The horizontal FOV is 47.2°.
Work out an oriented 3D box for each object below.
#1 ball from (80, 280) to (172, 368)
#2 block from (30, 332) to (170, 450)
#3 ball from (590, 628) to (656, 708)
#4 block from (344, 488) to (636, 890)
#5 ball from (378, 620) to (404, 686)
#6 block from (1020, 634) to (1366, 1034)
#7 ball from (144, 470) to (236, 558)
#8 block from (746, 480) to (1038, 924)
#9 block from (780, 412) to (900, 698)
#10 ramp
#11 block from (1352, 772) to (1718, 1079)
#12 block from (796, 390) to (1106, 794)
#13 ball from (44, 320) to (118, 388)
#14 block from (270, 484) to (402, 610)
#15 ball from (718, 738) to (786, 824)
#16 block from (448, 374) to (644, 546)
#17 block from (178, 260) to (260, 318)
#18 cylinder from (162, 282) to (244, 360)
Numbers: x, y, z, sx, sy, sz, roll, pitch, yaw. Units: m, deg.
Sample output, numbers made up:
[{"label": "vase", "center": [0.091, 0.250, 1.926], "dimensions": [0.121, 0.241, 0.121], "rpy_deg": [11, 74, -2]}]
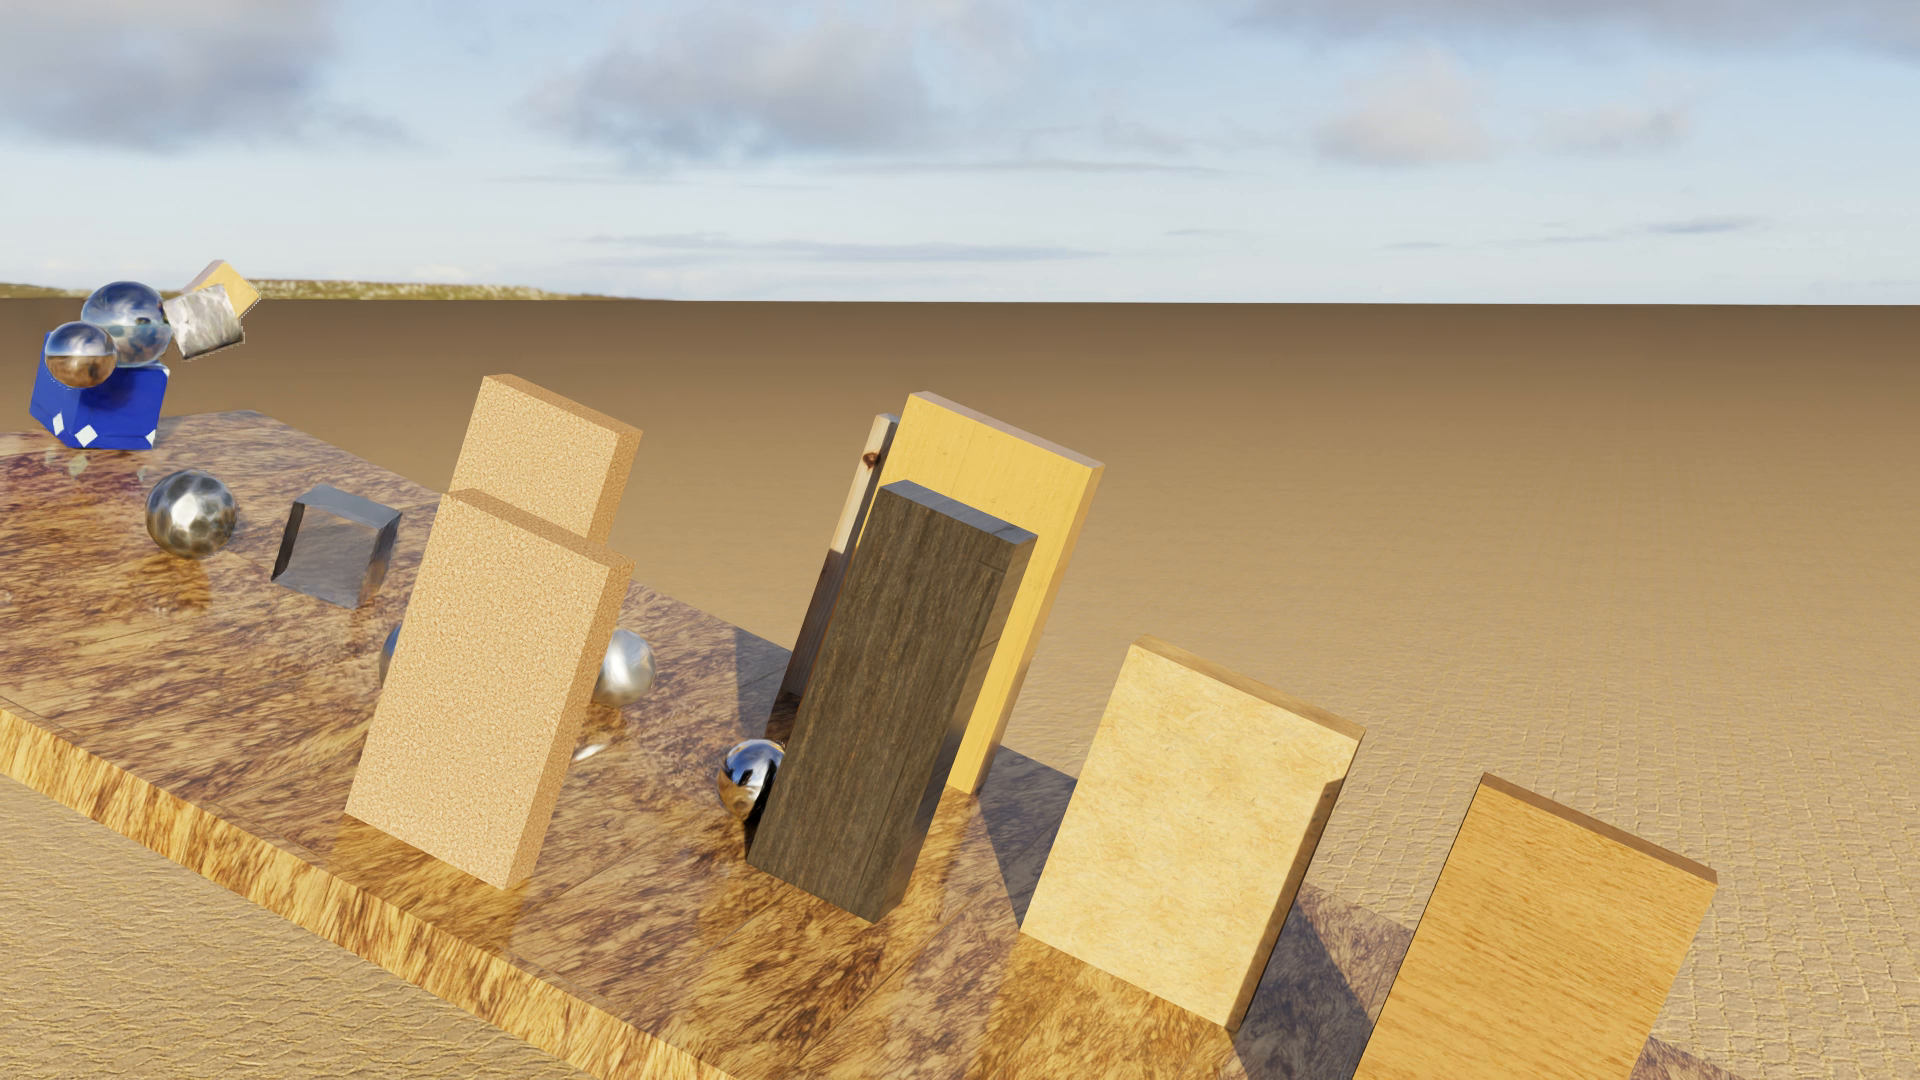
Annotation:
[{"label": "ball", "center": [-1.815, -0.470, 4.792], "dimensions": [0.191, 0.191, 0.191], "rpy_deg": [0, 7, 0]}, {"label": "block", "center": [-1.923, -0.333, 4.913], "dimensions": [0.195, 0.195, 0.195], "rpy_deg": [32, 21, 35]}, {"label": "ball", "center": [-0.696, 0.258, 4.441], "dimensions": [0.159, 0.159, 0.159], "rpy_deg": [0, 7, 0]}, {"label": "block", "center": [-0.753, 0.236, 3.510], "dimensions": [0.304, 0.560, 0.096], "rpy_deg": [23, 13, 13]}, {"label": "ball", "center": [-0.957, 0.232, 4.025], "dimensions": [0.209, 0.209, 0.209], "rpy_deg": [0, 7, 0]}, {"label": "block", "center": [0.423, 0.532, 4.022], "dimensions": [0.437, 0.587, 0.123], "rpy_deg": [23, 13, 13]}, {"label": "ball", "center": [-1.540, -0.052, 4.403], "dimensions": [0.176, 0.176, 0.176], "rpy_deg": [0, 7, 0]}, {"label": "block", "center": [-0.123, 0.285, 3.894], "dimensions": [0.262, 0.730, 0.146], "rpy_deg": [23, 13, 13]}, {"label": "block", "center": [-0.113, 0.097, 4.876], "dimensions": [0.377, 0.660, 0.084], "rpy_deg": [23, 13, 13]}, {"label": "ramp", "center": [-0.326, 0.590, 4.206], "dimensions": [4.000, 0.100, 2.000], "rpy_deg": [23, 13, 13]}, {"label": "block", "center": [0.837, 0.761, 3.379], "dimensions": [0.366, 0.721, 0.086], "rpy_deg": [23, 13, 13]}, {"label": "block", "center": [-0.025, 0.111, 4.735], "dimensions": [0.425, 0.754, 0.119], "rpy_deg": [23, 13, 13]}, {"label": "ball", "center": [-1.816, -0.382, 4.544], "dimensions": [0.140, 0.140, 0.140], "rpy_deg": [0, 7, 0]}, {"label": "block", "center": [-1.281, 0.013, 4.524], "dimensions": [0.179, 0.179, 0.179], "rpy_deg": [19, 12, -3]}, {"label": "ball", "center": [-0.375, 0.451, 4.115], "dimensions": [0.159, 0.159, 0.159], "rpy_deg": [0, 7, 0]}, {"label": "block", "center": [-0.915, -0.060, 4.676], "dimensions": [0.331, 0.495, 0.113], "rpy_deg": [23, 13, 13]}, {"label": "block", "center": [-1.639, -0.544, 4.867], "dimensions": [0.105, 0.105, 0.105], "rpy_deg": [-50, 28, -18]}, {"label": "cylinder", "center": [-1.592, -0.460, 4.622], "dimensions": [0.128, 0.128, 0.128], "rpy_deg": [-22, 14, -17]}]
